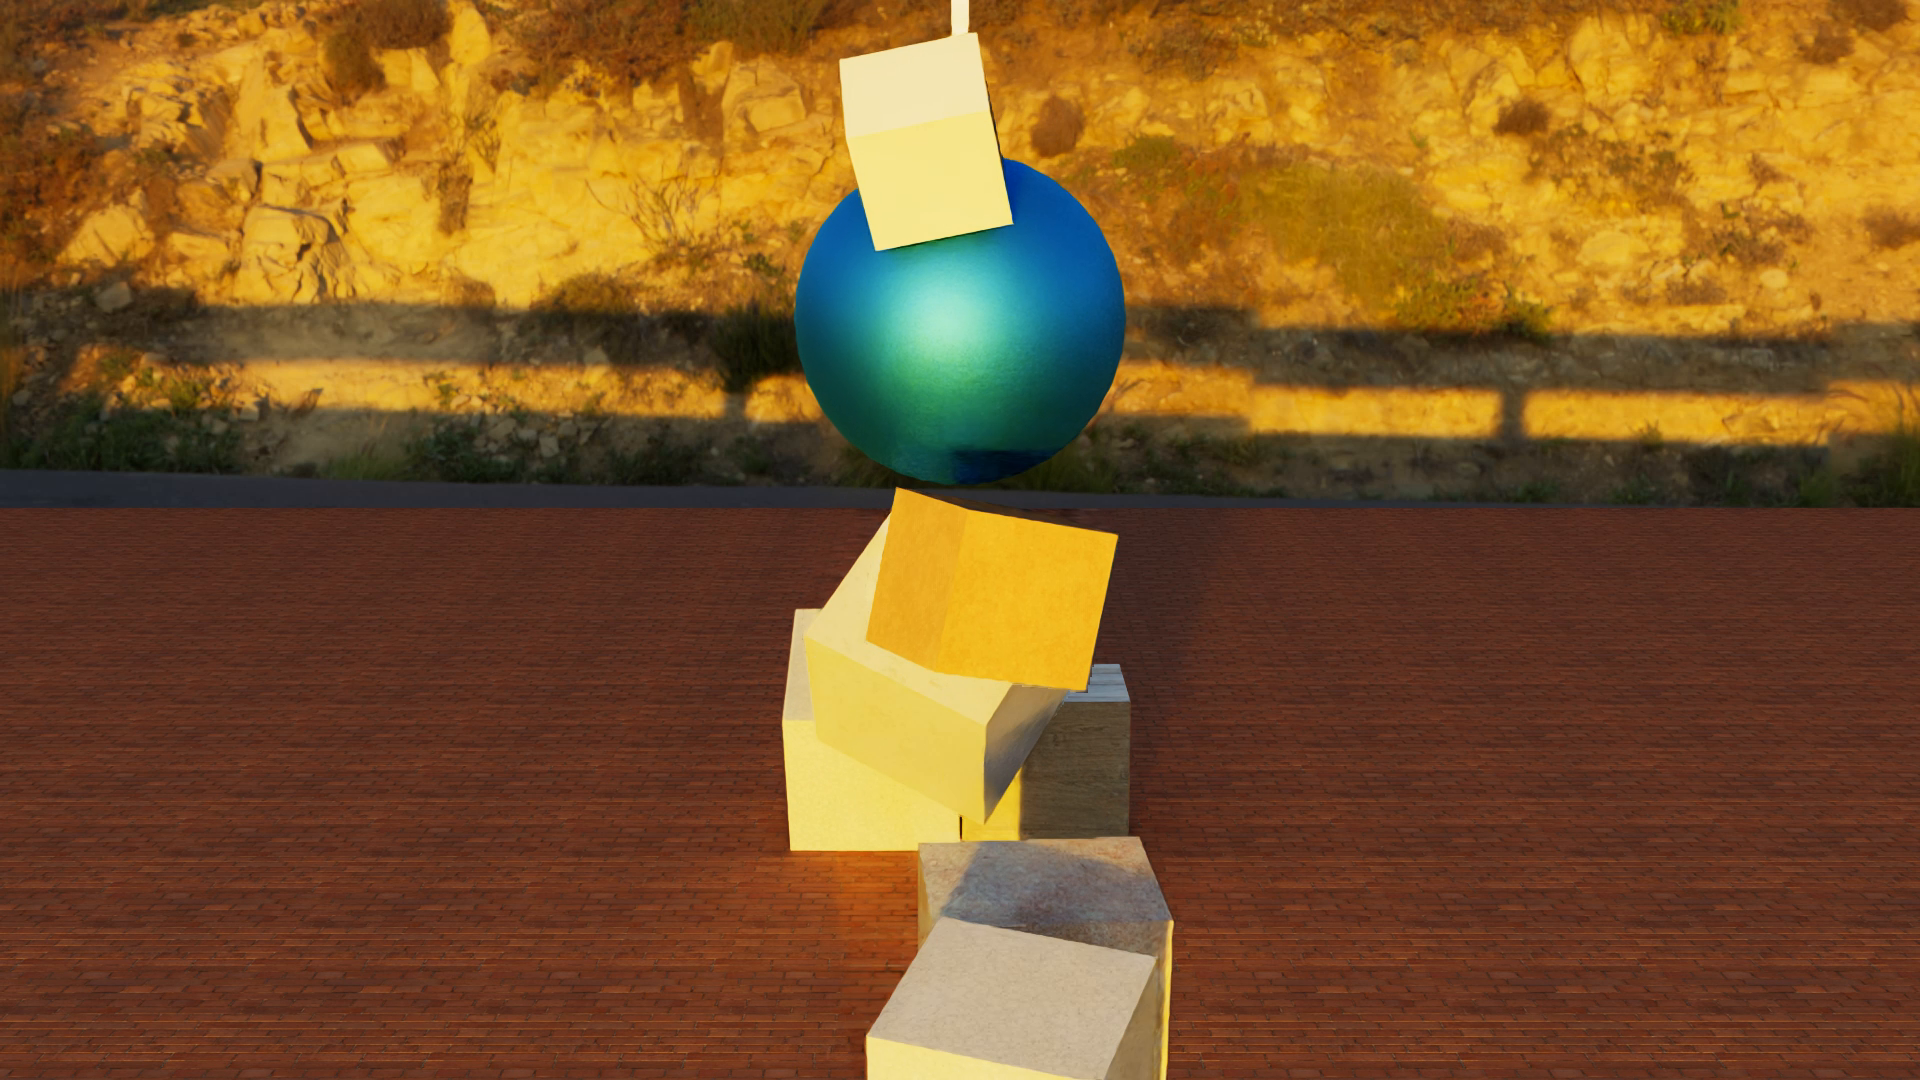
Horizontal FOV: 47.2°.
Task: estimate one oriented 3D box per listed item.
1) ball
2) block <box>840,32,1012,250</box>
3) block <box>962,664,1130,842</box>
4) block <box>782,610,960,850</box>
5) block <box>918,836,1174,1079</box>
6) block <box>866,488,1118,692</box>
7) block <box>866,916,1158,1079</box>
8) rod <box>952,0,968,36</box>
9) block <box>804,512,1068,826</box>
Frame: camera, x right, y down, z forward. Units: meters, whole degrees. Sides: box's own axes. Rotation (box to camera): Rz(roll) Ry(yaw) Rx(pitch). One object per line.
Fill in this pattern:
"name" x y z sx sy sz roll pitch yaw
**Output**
"ball" 0.000 -1.065 10.607 1.600 1.600 1.600 0 10 0
"block" -0.151 -1.766 9.754 0.622 0.623 0.593 -11 46 4
"block" 0.428 1.104 11.364 0.836 0.761 0.793 0 10 0
"block" -0.423 0.955 11.137 0.845 0.840 0.893 0 35 1
"block" 0.284 1.629 7.984 0.829 0.863 0.689 -1 17 -5
"block" 0.121 0.195 8.848 0.701 0.639 0.598 9 5 -30
"block" 0.176 1.785 7.039 0.739 0.786 0.687 8 25 17
"rod" 0.000 -4.441 10.208 0.080 5.200 0.080 0 7 0
"block" -0.072 0.560 10.131 0.911 0.989 0.858 26 61 16
